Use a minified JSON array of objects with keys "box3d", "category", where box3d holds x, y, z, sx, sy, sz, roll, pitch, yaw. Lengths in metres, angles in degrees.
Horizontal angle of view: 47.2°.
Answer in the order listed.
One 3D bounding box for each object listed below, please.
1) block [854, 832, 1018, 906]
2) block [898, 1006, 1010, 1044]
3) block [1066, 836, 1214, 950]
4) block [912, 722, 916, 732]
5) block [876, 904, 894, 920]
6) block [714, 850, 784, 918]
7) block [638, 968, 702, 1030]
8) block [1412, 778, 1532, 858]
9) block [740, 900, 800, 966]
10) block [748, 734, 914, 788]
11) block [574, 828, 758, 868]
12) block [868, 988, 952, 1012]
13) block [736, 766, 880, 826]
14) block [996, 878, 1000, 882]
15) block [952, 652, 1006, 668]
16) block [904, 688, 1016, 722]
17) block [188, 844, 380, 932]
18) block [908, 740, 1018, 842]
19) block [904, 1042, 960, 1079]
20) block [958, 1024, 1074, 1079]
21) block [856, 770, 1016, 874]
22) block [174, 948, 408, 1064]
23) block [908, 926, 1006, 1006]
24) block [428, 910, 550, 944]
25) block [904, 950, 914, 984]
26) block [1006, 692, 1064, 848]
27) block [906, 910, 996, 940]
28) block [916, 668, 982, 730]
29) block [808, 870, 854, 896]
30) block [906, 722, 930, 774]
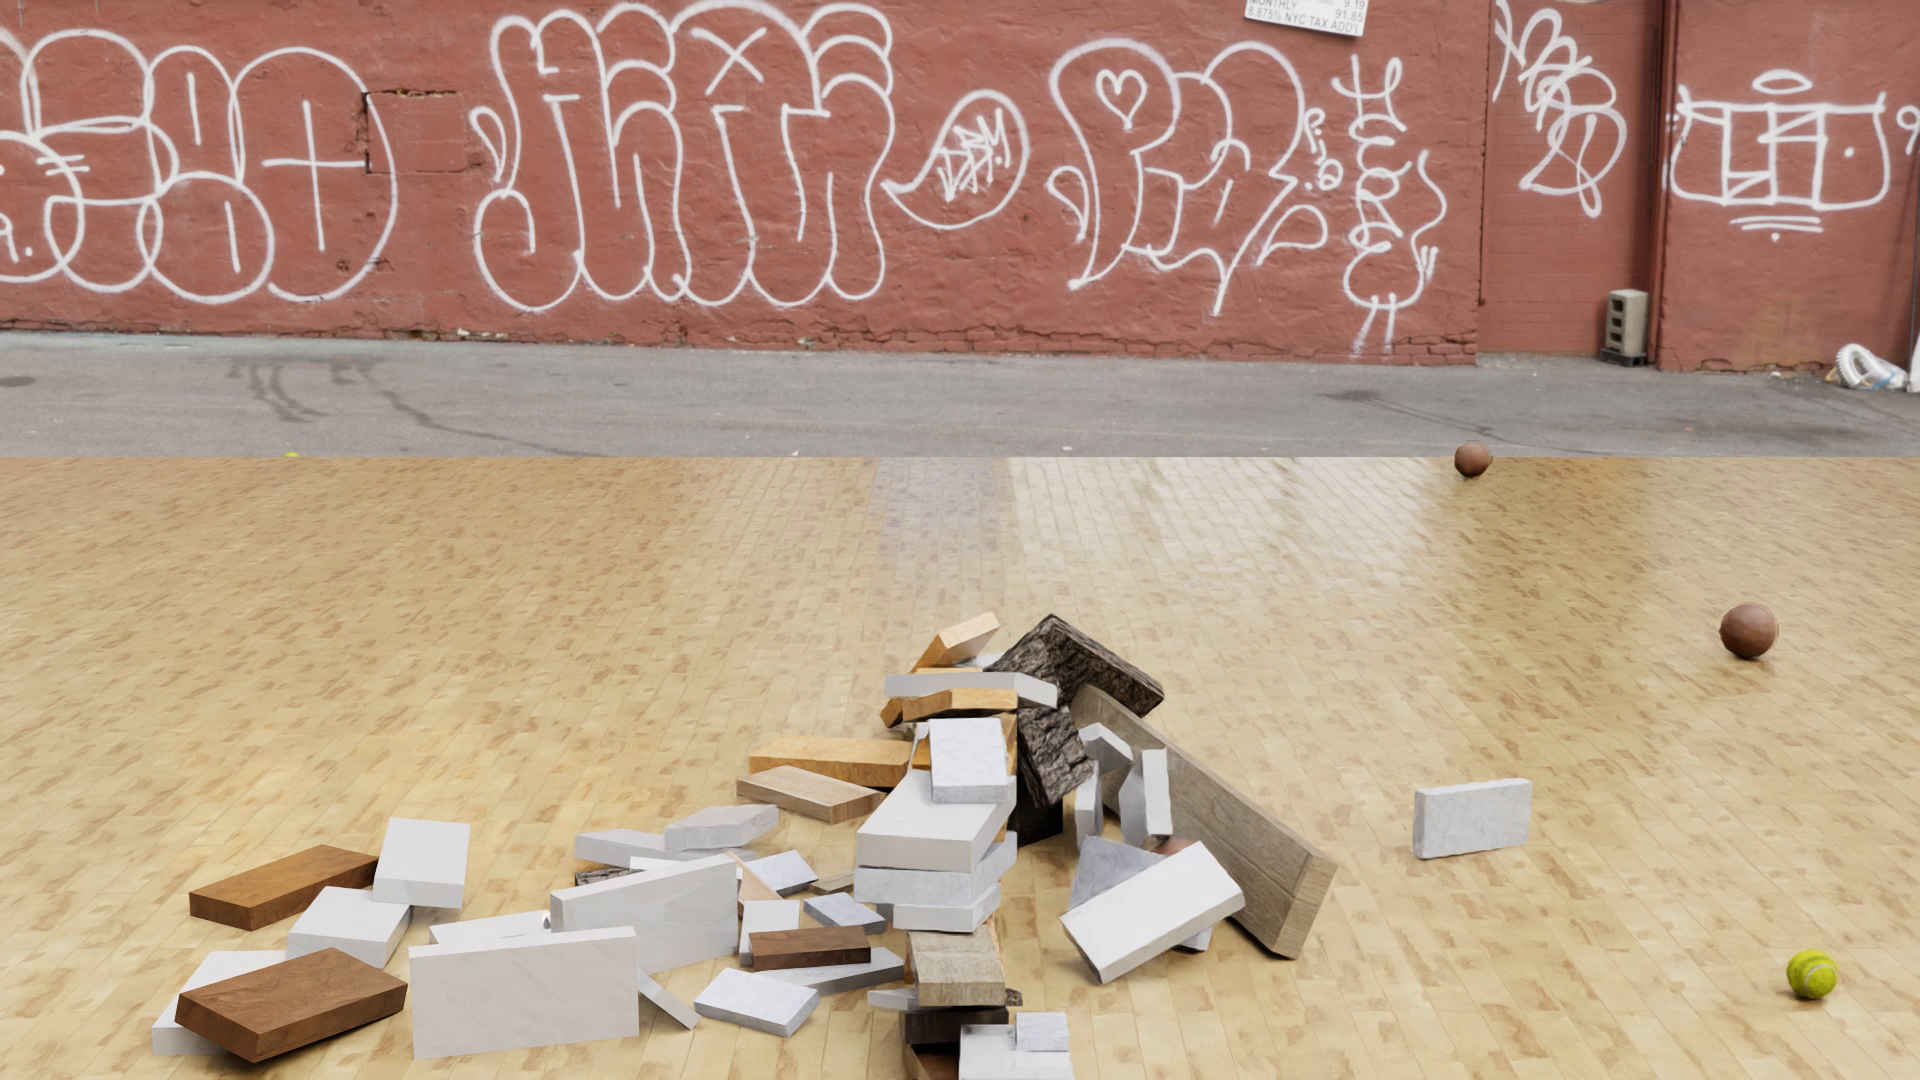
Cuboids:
[{"box3d":[-0.029,0.471,3.190,0.161,0.046,0.409,1,1,10],"category":"block"},{"box3d":[-0.011,0.653,3.005,0.136,0.039,0.273,-1,-7,-3],"category":"block"},{"box3d":[0.293,0.557,3.485,0.251,0.126,0.036,9,-8,40],"category":"block"},{"box3d":[0.025,0.343,4.388,0.159,0.045,0.319,17,13,12],"category":"block"},{"box3d":[-0.109,0.561,3.543,0.052,0.103,0.015,3,10,17],"category":"block"},{"box3d":[-0.358,0.566,3.585,0.148,0.021,0.074,36,30,32],"category":"block"},{"box3d":[-0.441,0.647,3.162,0.082,0.023,0.164,45,-15,-30],"category":"block"},{"box3d":[0.904,0.489,3.878,0.230,0.115,0.033,-3,11,-25],"category":"block"},{"box3d":[-0.296,0.612,3.428,0.087,0.025,0.175,0,17,-2],"category":"block"},{"box3d":[-0.236,0.435,4.339,0.322,0.046,0.161,1,11,20],"category":"block"},{"box3d":[-0.504,0.538,3.761,0.279,0.040,0.140,6,0,27],"category":"block"},{"box3d":[-0.069,0.621,2.971,0.064,0.018,0.129,2,-8,-26],"category":"block"},{"box3d":[-0.288,0.481,4.156,0.258,0.037,0.129,10,14,42],"category":"block"},{"box3d":[0.000,0.566,3.518,0.122,0.034,0.243,-2,-5,3],"category":"block"},{"box3d":[0.072,0.265,4.495,0.092,0.026,0.184,21,14,32],"category":"block"},{"box3d":[-0.002,0.259,3.433,0.106,0.030,0.212,2,-11,-21],"category":"block"},{"box3d":[-1.114,0.574,3.646,0.142,0.040,0.284,6,12,30],"category":"block"},{"box3d":[-0.001,0.387,3.424,0.161,0.046,0.322,1,14,5],"category":"block"},{"box3d":[0.016,0.690,2.839,0.136,0.039,0.273,0,1,-10],"category":"block"},{"box3d":[0.068,0.654,2.728,0.136,0.039,0.273,0,1,1],"category":"block"},{"box3d":[-0.029,0.398,3.143,0.161,0.046,0.322,2,10,12],"category":"block"},{"box3d":[-0.931,0.647,3.078,0.148,0.042,0.295,18,11,25],"category":"block"},{"box3d":[-0.007,0.559,2.902,0.109,0.031,0.219,0,9,-5],"category":"block"},{"box3d":[-0.727,0.619,3.441,0.188,0.027,0.094,-5,11,-24],"category":"block"},{"box3d":[-0.026,0.586,3.136,0.095,0.027,0.190,-2,9,3],"category":"block"},{"box3d":[0.128,0.408,3.930,0.037,0.263,0.131,9,14,42],"category":"block"},{"box3d":[-0.012,0.586,3.365,0.121,0.034,0.243,-2,-7,3],"category":"block"},{"box3d":[-0.002,0.384,4.073,0.159,0.045,0.319,-1,55,3],"category":"block"},{"box3d":[-0.198,0.578,3.693,0.052,0.015,0.103,10,15,44],"category":"block"},{"box3d":[-0.017,0.335,3.669,0.111,0.031,0.221,2,34,8],"category":"block"}]
